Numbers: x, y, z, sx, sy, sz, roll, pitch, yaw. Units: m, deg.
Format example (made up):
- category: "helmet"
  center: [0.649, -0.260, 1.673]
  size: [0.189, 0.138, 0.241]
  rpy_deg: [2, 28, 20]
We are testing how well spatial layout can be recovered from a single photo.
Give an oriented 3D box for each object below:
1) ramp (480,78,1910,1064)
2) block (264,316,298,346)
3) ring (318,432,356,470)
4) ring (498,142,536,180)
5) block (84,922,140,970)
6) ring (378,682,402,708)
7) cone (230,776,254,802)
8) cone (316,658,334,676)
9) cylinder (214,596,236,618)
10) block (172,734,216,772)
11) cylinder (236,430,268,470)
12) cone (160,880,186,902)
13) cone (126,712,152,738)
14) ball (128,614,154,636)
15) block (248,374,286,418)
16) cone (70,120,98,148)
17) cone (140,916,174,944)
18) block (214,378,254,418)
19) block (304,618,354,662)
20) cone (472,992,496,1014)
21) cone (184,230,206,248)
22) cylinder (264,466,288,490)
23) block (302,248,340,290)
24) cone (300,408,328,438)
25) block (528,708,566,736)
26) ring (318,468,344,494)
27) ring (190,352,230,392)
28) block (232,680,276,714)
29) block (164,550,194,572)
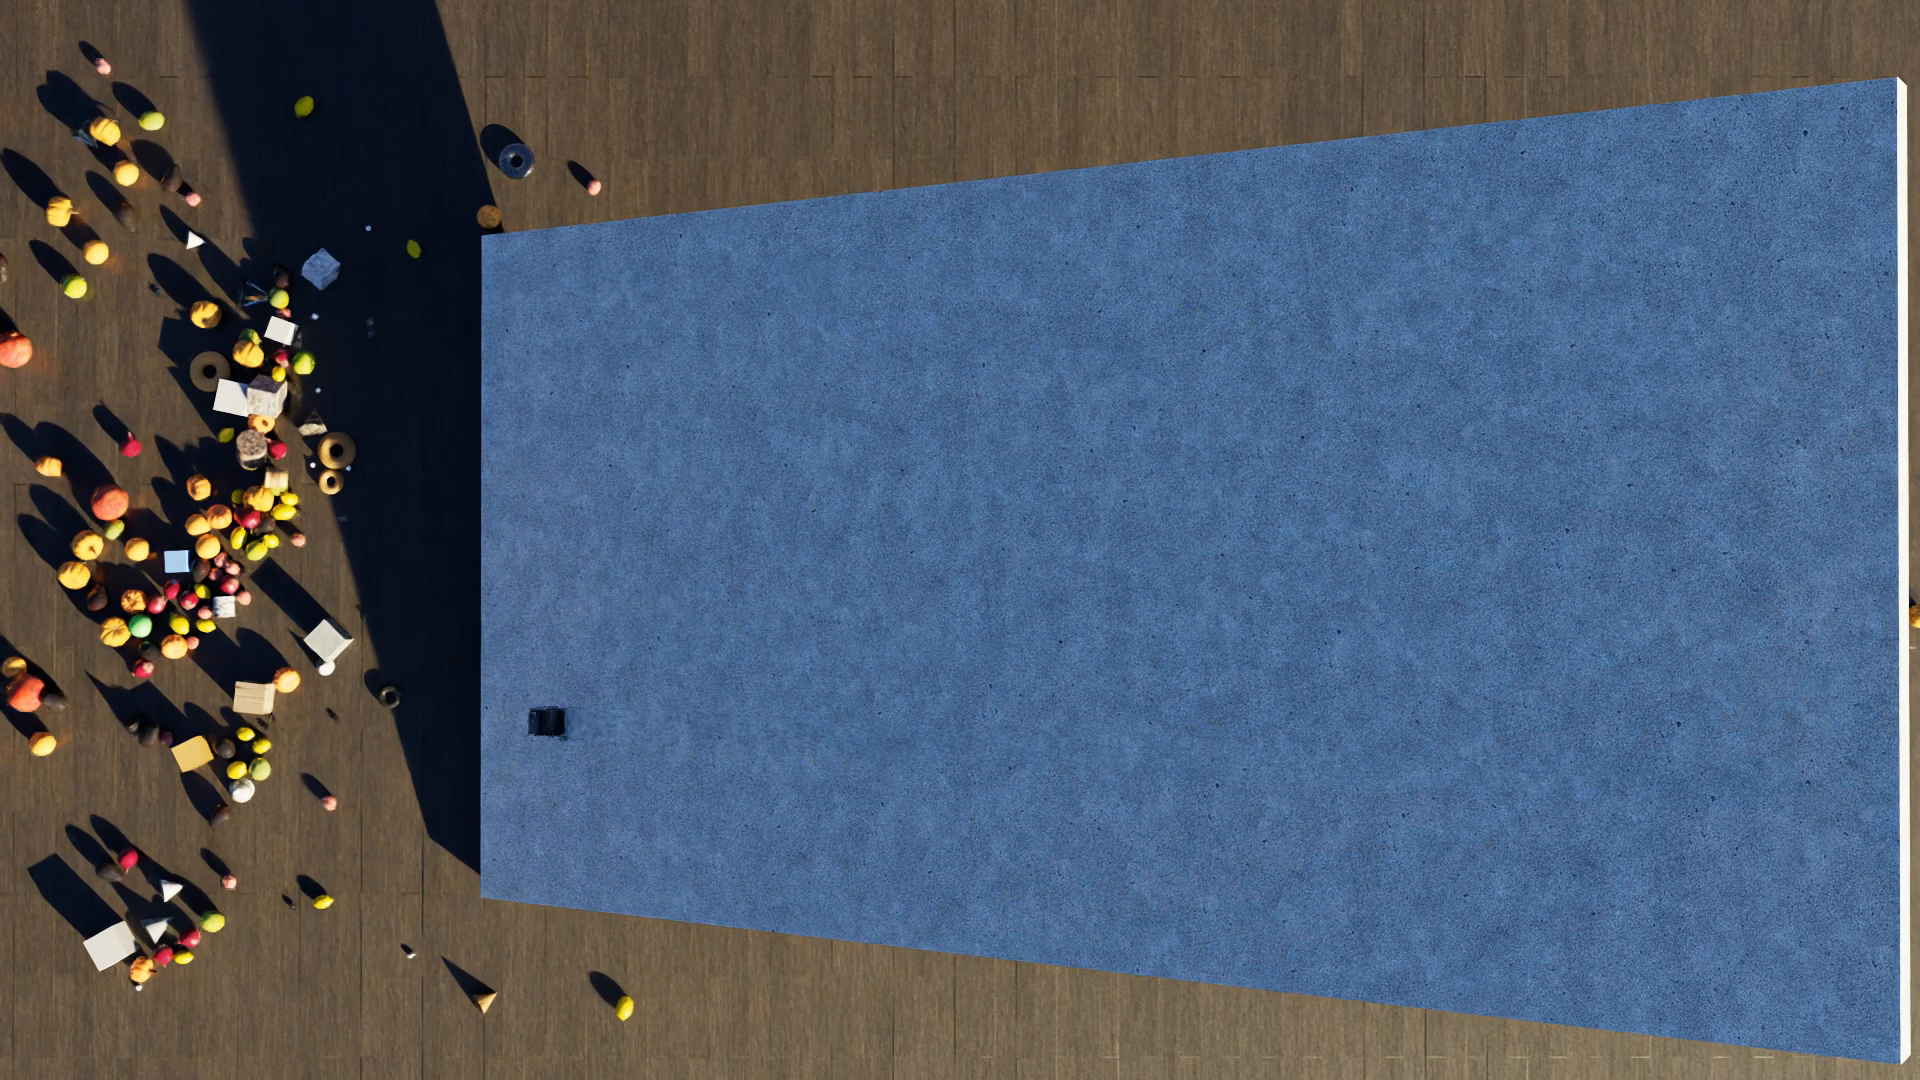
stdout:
- category: "ramp"
  center: [0.255, 0.070, 5.590]
  size: [4.000, 0.100, 2.000]
  rpy_deg: [0, 89, 33]
- category: "block"
  center: [-2.066, -0.637, 6.698]
  size: [0.066, 0.066, 0.066]
  rpy_deg: [20, 90, 0]
- category: "ring"
  center: [-1.901, -0.273, 6.709]
  size: [0.117, 0.039, 0.117]
  rpy_deg: [0, 88, -1]
- category: "ring"
  center: [-1.353, -1.157, 6.718]
  size: [0.113, 0.038, 0.113]
  rpy_deg: [0, 90, 1]
- category: "block"
  center: [-2.571, 1.230, 6.666]
  size: [0.100, 0.100, 0.100]
  rpy_deg: [-30, 90, 0]
- category: "ring"
  center: [-1.739, 0.475, 6.709]
  size: [0.079, 0.026, 0.079]
  rpy_deg: [0, 91, 0]
- category: "cone"
  center: [-2.195, 0.762, 6.681]
  size: [0.077, 0.077, 0.077]
  rpy_deg: [0, 90, 0]
- category: "cone"
  center: [-1.941, 0.385, 6.694]
  size: [0.057, 0.057, 0.057]
  rpy_deg: [0, 90, 0]
- category: "cylinder"
  center: [-2.239, 0.204, 6.693]
  size: [0.062, 0.062, 0.062]
  rpy_deg: [-2, 90, 0]
- category: "block"
  center: [-2.328, 0.649, 6.680]
  size: [0.080, 0.080, 0.080]
  rpy_deg: [-26, 90, 0]
- category: "cylinder"
  center: [-2.147, -0.275, 6.667]
  size: [0.090, 0.090, 0.090]
  rpy_deg: [7, 63, -15]
- category: "cone"
  center: [-2.393, 1.059, 6.701]
  size: [0.072, 0.072, 0.072]
  rpy_deg: [-11, 89, -27]
- category: "cone"
  center: [-2.509, 0.563, 6.681]
  size: [0.081, 0.081, 0.081]
  rpy_deg: [0, 90, 0]
- category: "ball"
  center: [-2.492, 0.260, 6.689]
  size: [0.070, 0.070, 0.070]
  rpy_deg: [0, 90, 0]
- category: "block"
  center: [-2.101, -0.436, 6.668]
  size: [0.088, 0.088, 0.088]
  rpy_deg: [12, 123, 0]
- category: "cone"
  center: [-2.661, -1.229, 6.719]
  size: [0.080, 0.080, 0.080]
  rpy_deg: [-36, 116, 0]
- category: "cone"
  center: [-2.432, 1.171, 6.696]
  size: [0.087, 0.087, 0.087]
  rpy_deg: [-31, 90, -27]
- category: "block"
  center: [-2.197, -0.430, 6.682]
  size: [0.095, 0.095, 0.095]
  rpy_deg: [12, 90, 0]
- category: "block"
  center: [-1.917, 0.303, 6.678]
  size: [0.091, 0.091, 0.091]
  rpy_deg: [44, 90, 0]
- category: "cone"
  center: [-1.439, 1.396, 6.699]
  size: [0.068, 0.068, 0.068]
  rpy_deg: [-30, 90, -27]
- category: "cone"
  center: [-2.330, -0.914, 6.721]
  size: [0.057, 0.057, 0.057]
  rpy_deg: [14, 89, -35]
- category: "cylinder"
  center: [-2.066, -0.187, 6.645]
  size: [0.063, 0.063, 0.063]
  rpy_deg: [6, 89, -18]
- category: "block"
  center: [-1.940, -0.822, 6.681]
  size: [0.076, 0.076, 0.076]
  rpy_deg: [41, 59, 0]
- category: "cone"
  center: [-1.971, -0.369, 6.711]
  size: [0.083, 0.083, 0.083]
  rpy_deg: [-6, 63, 0]
- category: "block"
  center: [-1.209, 0.533, 6.439]
  size: [0.073, 0.073, 0.073]
  rpy_deg: [2, 91, 33]
- category: "ring"
  center: [-1.920, -0.180, 6.715]
  size: [0.080, 0.027, 0.080]
  rpy_deg: [0, 91, 0]
- category: "ring"
  center: [-2.288, -0.514, 6.710]
  size: [0.125, 0.042, 0.125]
  rpy_deg: [0, 90, 1]
- category: "block"
  center: [-2.143, 0.477, 6.677]
  size: [0.090, 0.090, 0.090]
  rpy_deg: [6, 90, 0]
- category: "block"
  center: [-2.377, 0.066, 6.694]
  size: [0.064, 0.064, 0.064]
  rpy_deg: [-3, 90, 0]
